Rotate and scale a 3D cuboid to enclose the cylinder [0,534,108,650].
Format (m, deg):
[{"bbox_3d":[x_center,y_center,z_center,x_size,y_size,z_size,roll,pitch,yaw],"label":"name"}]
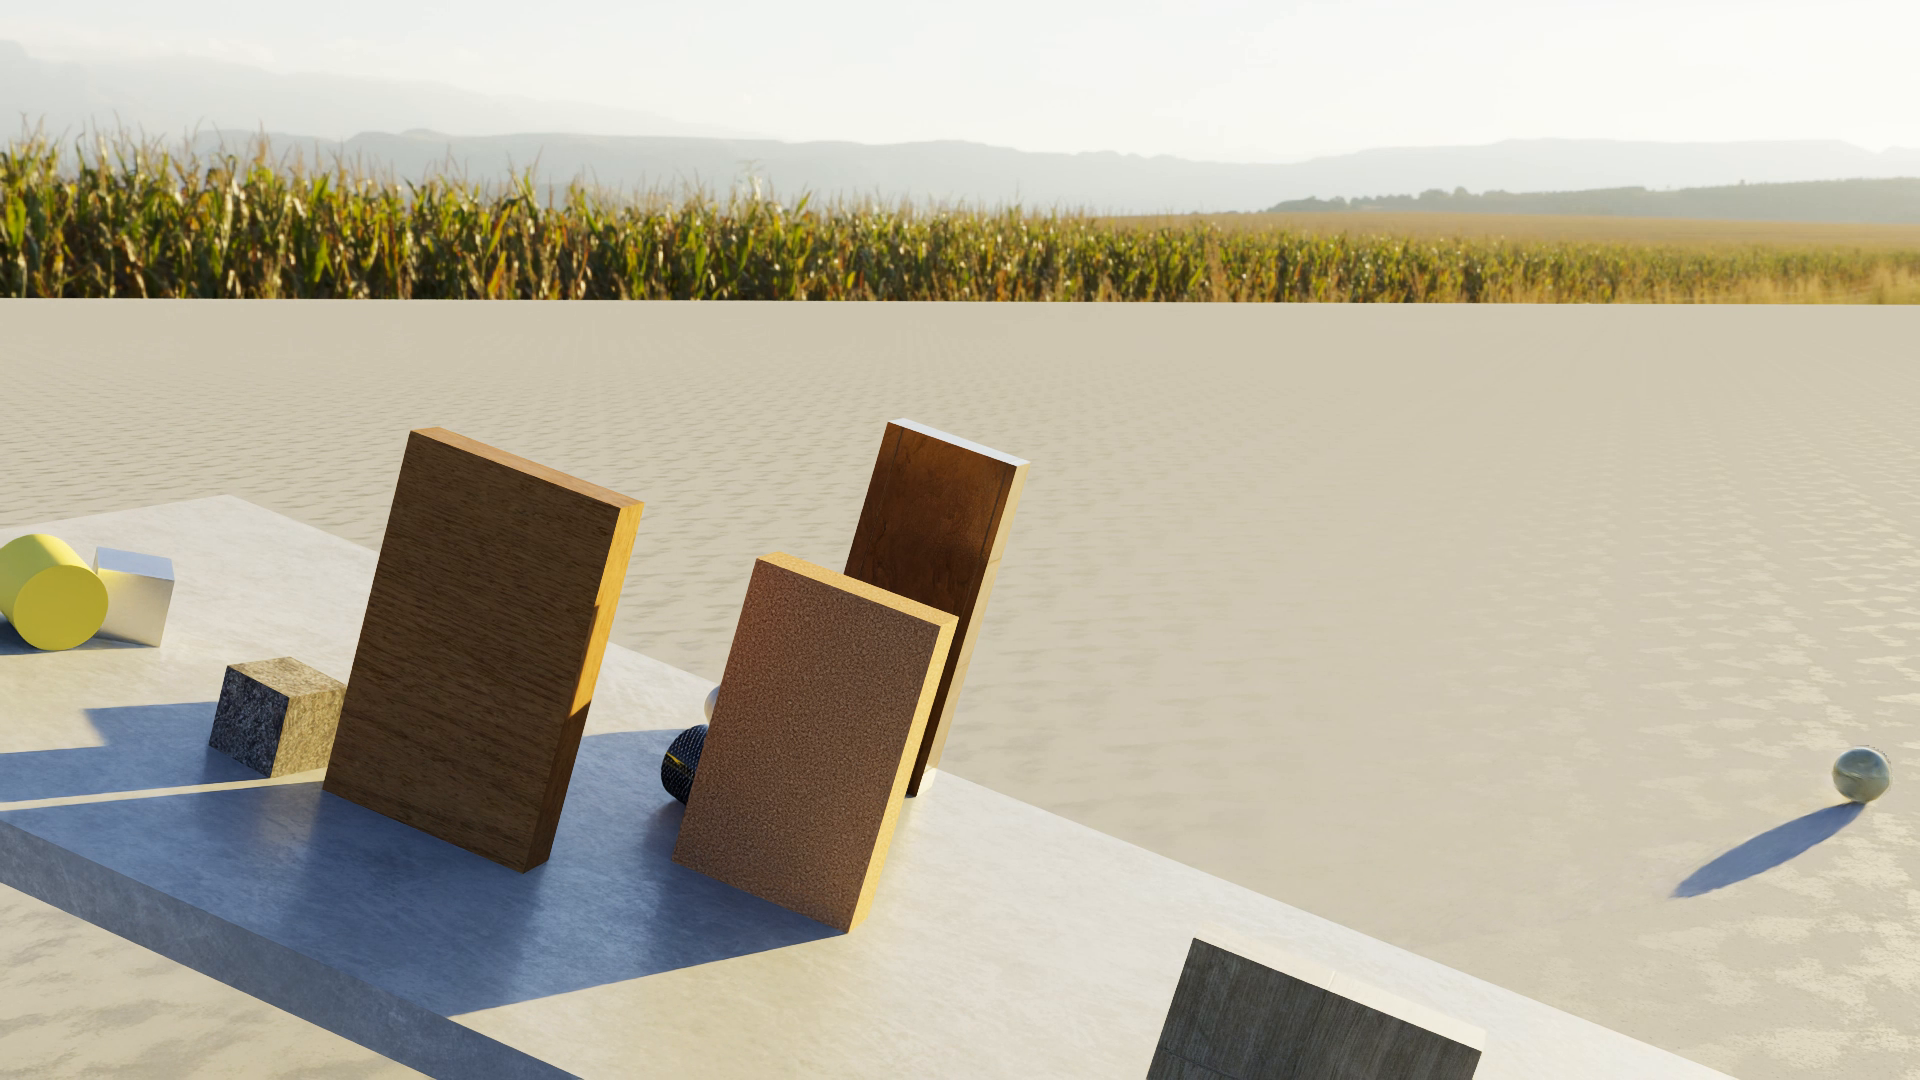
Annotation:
[{"bbox_3d":[-1.791,0.101,4.313,0.178,0.178,0.178,-6,23,-39],"label":"cylinder"}]

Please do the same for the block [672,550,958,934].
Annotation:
[{"bbox_3d":[-0.274,0.374,4.099,0.372,0.611,0.109,20,12,14],"label":"block"}]

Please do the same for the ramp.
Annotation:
[{"bbox_3d":[-0.365,0.698,4.231,4.000,0.100,2.000,20,12,14],"label":"ramp"}]

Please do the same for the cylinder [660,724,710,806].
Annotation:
[{"bbox_3d":[-0.487,0.479,4.425,0.164,0.164,0.164,-7,25,-44],"label":"cylinder"}]

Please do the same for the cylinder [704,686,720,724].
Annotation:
[{"bbox_3d":[-0.506,0.393,4.918,0.117,0.117,0.117,-2,16,-15],"label":"cylinder"}]

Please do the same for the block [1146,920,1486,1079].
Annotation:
[{"bbox_3d":[0.499,0.866,3.301,0.442,0.445,0.090,20,12,14],"label":"block"}]

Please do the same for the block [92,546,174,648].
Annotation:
[{"bbox_3d":[-1.691,0.115,4.471,0.146,0.146,0.146,11,13,-26],"label":"block"}]

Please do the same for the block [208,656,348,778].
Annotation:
[{"bbox_3d":[-1.257,0.326,4.066,0.159,0.159,0.159,22,13,24],"label":"block"}]

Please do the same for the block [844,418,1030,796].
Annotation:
[{"bbox_3d":[-0.112,0.151,4.939,0.310,0.785,0.113,20,12,14],"label":"block"}]

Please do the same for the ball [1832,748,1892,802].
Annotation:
[{"bbox_3d":[3.166,0.826,7.721,0.194,0.194,0.194,0,7,0],"label":"ball"}]

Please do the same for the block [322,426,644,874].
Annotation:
[{"bbox_3d":[-0.856,0.194,3.925,0.423,0.689,0.096,20,12,14],"label":"block"}]
